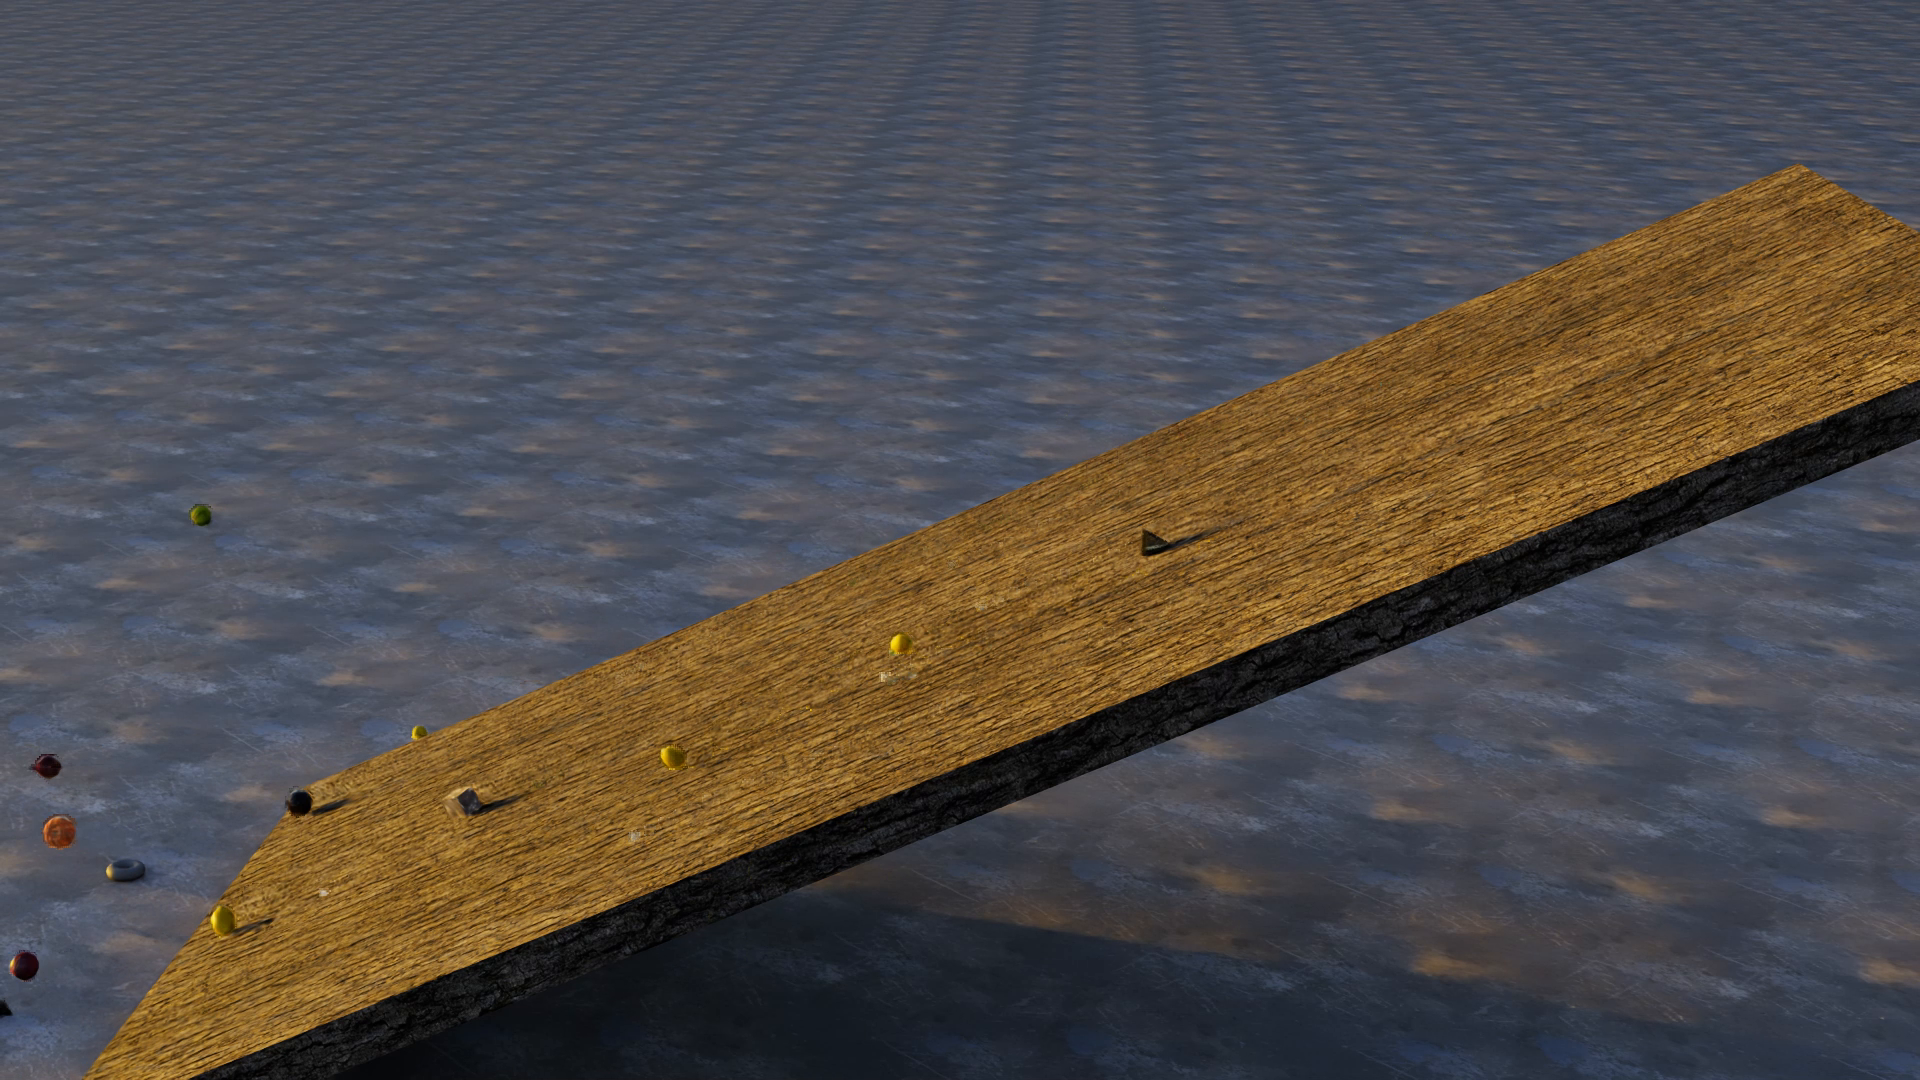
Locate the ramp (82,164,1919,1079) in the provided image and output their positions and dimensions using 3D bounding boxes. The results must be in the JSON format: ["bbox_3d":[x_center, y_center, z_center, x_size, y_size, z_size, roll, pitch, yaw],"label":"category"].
[{"bbox_3d":[0.131,0.170,6.285,4.000,0.100,2.000,-23,13,8],"label":"ramp"}]

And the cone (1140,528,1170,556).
[{"bbox_3d":[0.411,0.007,6.142,0.062,0.062,0.062,7,15,0],"label":"cone"}]

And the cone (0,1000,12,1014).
[{"bbox_3d":[-2.080,1.016,6.380,0.053,0.053,0.053,26,13,-8],"label":"cone"}]

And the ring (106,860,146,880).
[{"bbox_3d":[-2.032,0.804,7.165,0.092,0.031,0.092,1,16,0],"label":"ring"}]

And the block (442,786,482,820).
[{"bbox_3d":[-1.107,0.585,6.538,0.053,0.053,0.053,-14,16,39],"label":"block"}]
